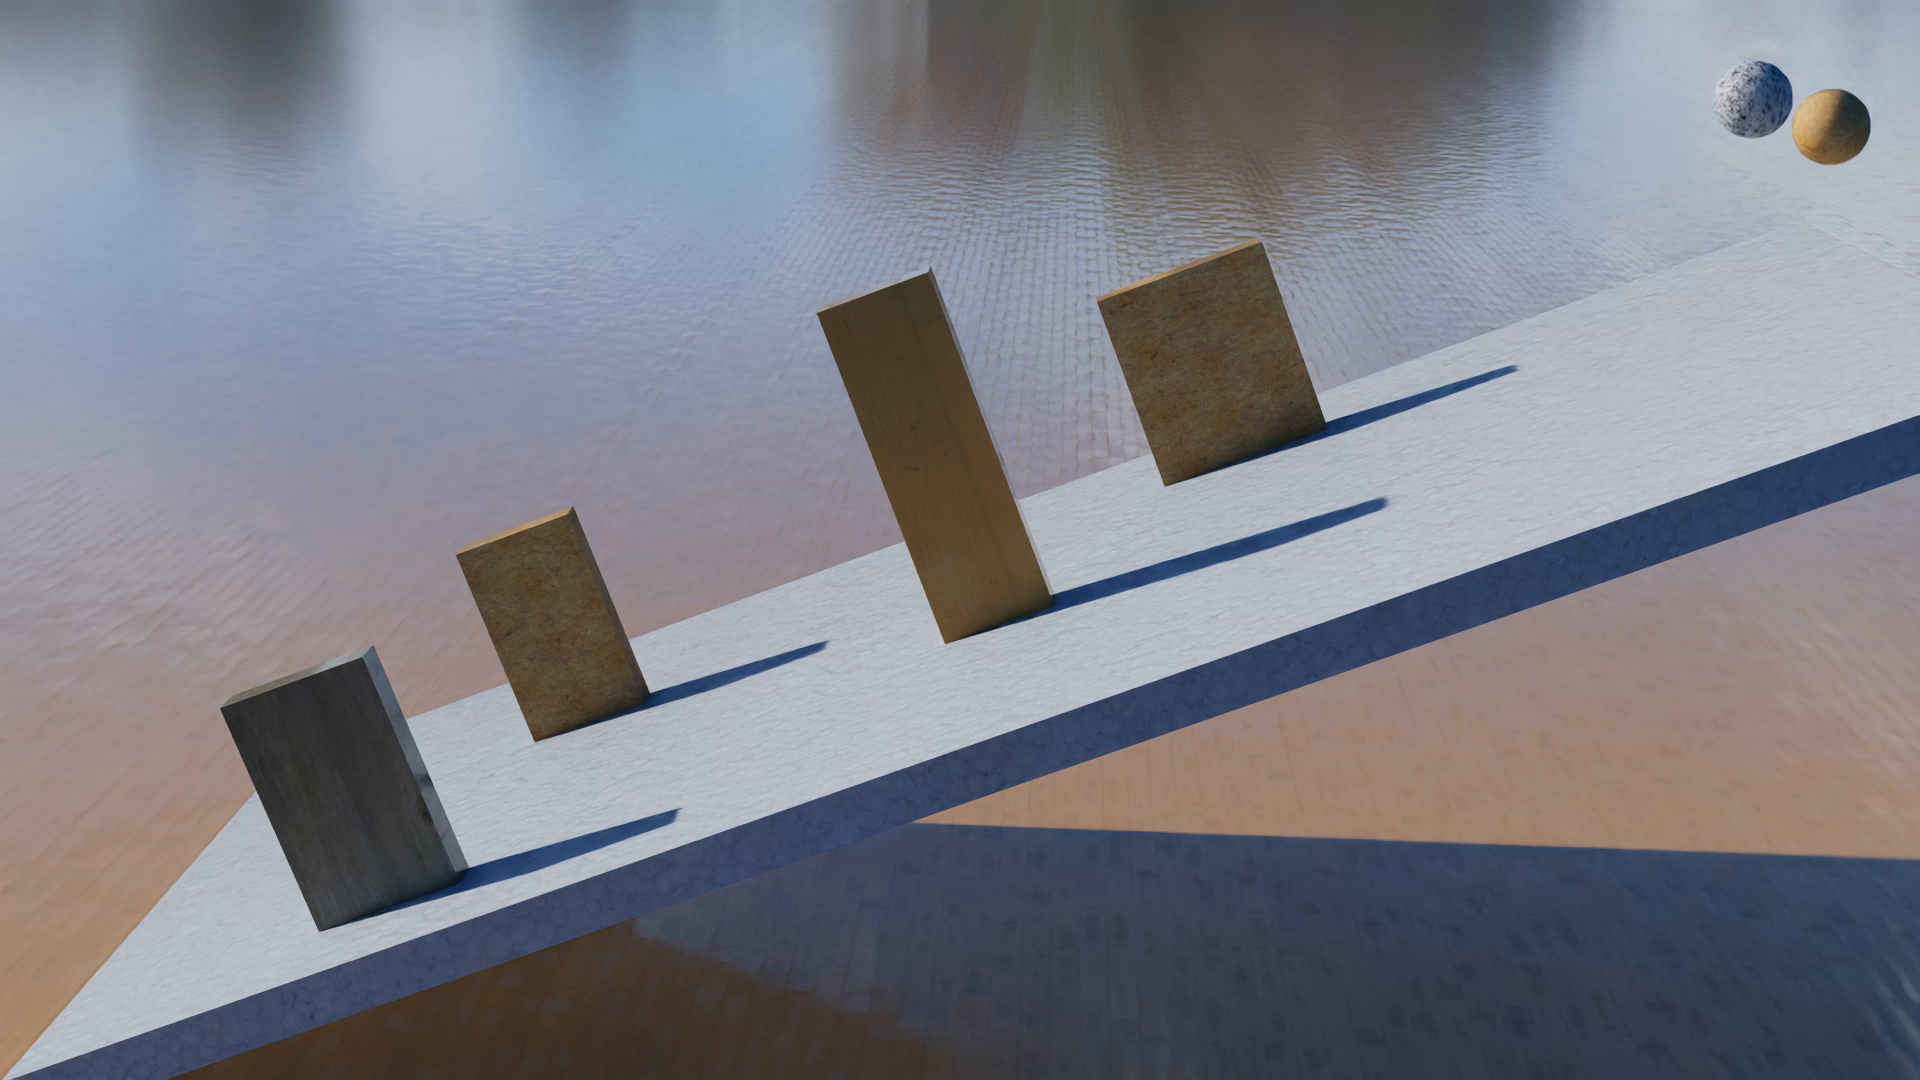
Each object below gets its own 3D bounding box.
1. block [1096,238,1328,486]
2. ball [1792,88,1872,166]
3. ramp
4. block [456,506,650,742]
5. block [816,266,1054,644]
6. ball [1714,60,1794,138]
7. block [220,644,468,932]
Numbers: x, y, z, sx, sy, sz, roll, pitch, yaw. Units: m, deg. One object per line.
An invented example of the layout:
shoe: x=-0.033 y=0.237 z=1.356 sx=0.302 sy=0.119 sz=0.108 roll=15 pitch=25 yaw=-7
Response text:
block: x=0.580 y=-0.408 z=6.764 sx=0.397 sy=0.459 sz=0.081 roll=-20 pitch=12 yaw=7
ball: x=1.704 y=-0.808 z=5.754 sx=0.149 sy=0.149 sz=0.149 roll=0 pitch=13 yaw=0
ramp: x=0.117 y=0.176 z=6.296 sx=4.000 sy=0.100 sz=2.000 roll=-20 pitch=12 yaw=7
block: x=-0.916 y=0.191 z=6.632 sx=0.269 sy=0.464 sz=0.087 roll=-20 pitch=12 yaw=7
block: x=-0.046 y=-0.173 z=6.079 sx=0.242 sy=0.740 sz=0.101 roll=-20 pitch=12 yaw=7
ball: x=1.643 y=-0.912 z=6.090 sx=0.160 sy=0.160 sz=0.160 roll=0 pitch=13 yaw=0
block: x=-1.194 y=0.484 z=5.721 sx=0.300 sy=0.484 sz=0.090 roll=-20 pitch=12 yaw=7
